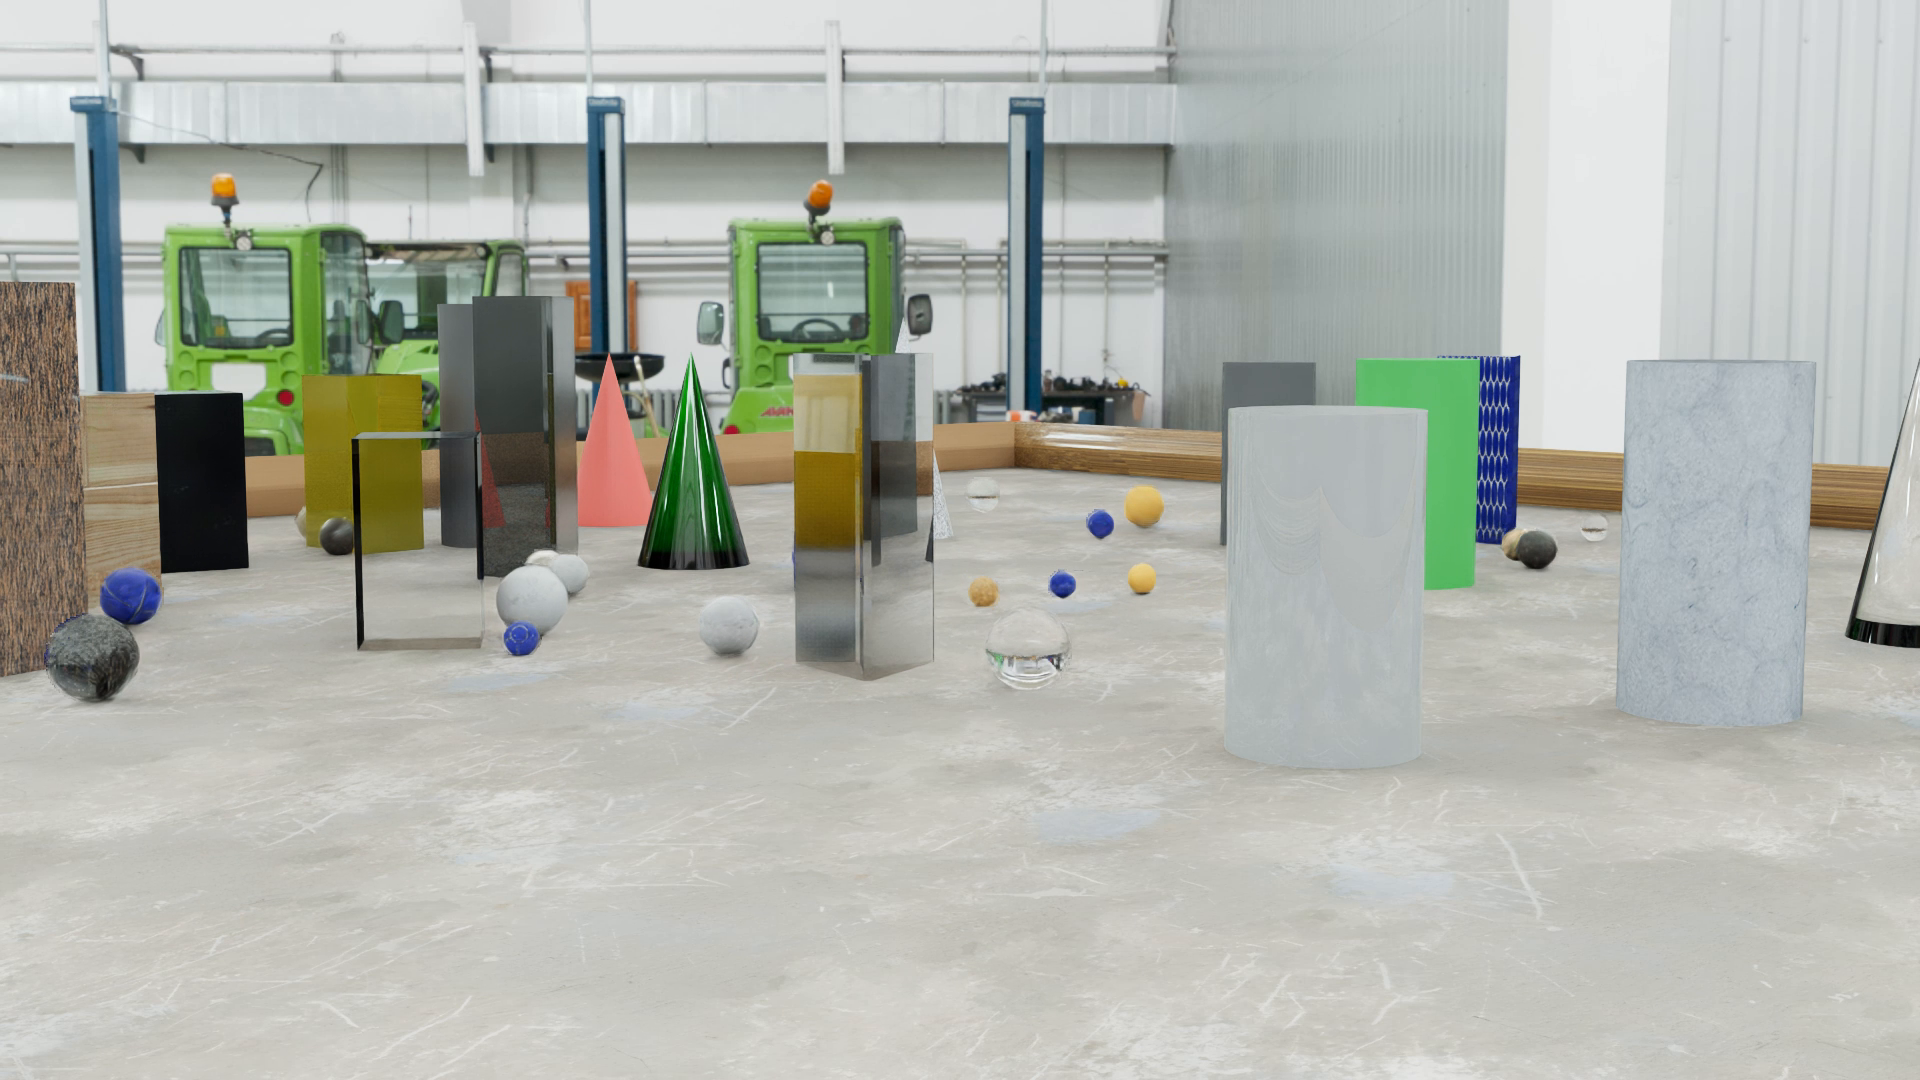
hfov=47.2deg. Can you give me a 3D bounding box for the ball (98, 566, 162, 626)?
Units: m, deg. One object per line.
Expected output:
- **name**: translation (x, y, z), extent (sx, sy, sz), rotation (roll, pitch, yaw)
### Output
- **ball**: translation (-1.176, 0.080, 3.117), extent (0.084, 0.084, 0.084), rotation (0, 6, 0)

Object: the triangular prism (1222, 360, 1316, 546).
- **triangular prism**: translation (0.592, -0.169, 4.230), extent (0.172, 0.348, 0.149), rotation (1, 6, 8)

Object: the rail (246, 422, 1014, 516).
- **rail**: translation (-1.400, -0.124, 4.841), extent (4.281, 0.129, 0.045), rotation (-5, 8, -42)

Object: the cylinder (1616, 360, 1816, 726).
- **cylinder**: translation (0.838, -0.004, 2.444), extent (0.198, 0.389, 0.198), rotation (0, 6, 0)

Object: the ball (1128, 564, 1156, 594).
- **ball**: translation (0.288, 0.061, 3.476), extent (0.047, 0.047, 0.047), rotation (0, 6, 0)

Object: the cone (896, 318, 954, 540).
- **cone**: translation (-0.112, -0.224, 4.352), extent (0.198, 0.433, 0.198), rotation (0, 6, 0)

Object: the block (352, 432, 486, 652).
- **block**: translation (-0.726, -0.002, 2.960), extent (0.159, 0.279, 0.159), rotation (-1, 6, -10)

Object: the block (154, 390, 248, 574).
- **block**: translation (-1.344, -0.105, 3.823), extent (0.159, 0.304, 0.159), rotation (-4, 7, -33)

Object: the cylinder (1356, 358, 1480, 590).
- **cylinder**: translation (0.745, -0.112, 3.600), extent (0.198, 0.366, 0.198), rotation (0, 6, 0)

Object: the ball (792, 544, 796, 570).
- **ball**: translation (-0.226, 0.027, 3.573), extent (0.094, 0.094, 0.094), rotation (0, 6, 0)

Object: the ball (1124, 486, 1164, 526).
- **ball**: translation (0.380, -0.070, 4.548), extent (0.084, 0.084, 0.084), rotation (0, 6, 0)

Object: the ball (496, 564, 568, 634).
- **ball**: translation (-0.588, 0.083, 3.019), extent (0.097, 0.097, 0.097), rotation (0, 6, 0)

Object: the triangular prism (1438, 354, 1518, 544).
- **triangular prism**: translation (1.042, -0.180, 4.286), extent (0.149, 0.358, 0.172), rotation (-5, 8, -42)

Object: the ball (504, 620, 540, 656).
- **ball**: translation (-0.568, 0.127, 2.850), extent (0.046, 0.046, 0.046), rotation (0, 6, 0)

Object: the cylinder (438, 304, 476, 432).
- **cylinder**: translation (-0.906, -0.228, 4.264), extent (0.198, 0.457, 0.198), rotation (0, 6, 0)

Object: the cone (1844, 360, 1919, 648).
- **cone**: translation (1.312, -0.104, 2.971), extent (0.198, 0.479, 0.198), rotation (0, 6, 0)

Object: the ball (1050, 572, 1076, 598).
- **ball**: translation (0.160, 0.069, 3.420), extent (0.041, 0.041, 0.041), rotation (0, 6, 0)

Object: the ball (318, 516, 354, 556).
- **ball**: translation (-1.132, -0.007, 4.010), extent (0.071, 0.071, 0.071), rotation (0, 6, 0)

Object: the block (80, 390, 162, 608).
- **block**: translation (-1.348, -0.065, 3.370), extent (0.159, 0.319, 0.159), rotation (3, 7, 29)

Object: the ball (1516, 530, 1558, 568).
- **ball**: translation (0.998, 0.016, 3.805), extent (0.068, 0.068, 0.068), rotation (0, 6, 0)

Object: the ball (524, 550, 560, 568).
- **ball**: translation (-0.657, 0.050, 3.478), extent (0.069, 0.069, 0.069), rotation (0, 6, 0)

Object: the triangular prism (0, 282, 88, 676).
- **triangular prism**: translation (-1.172, -0.080, 2.741), extent (0.149, 0.480, 0.172), rotation (-4, 7, -33)

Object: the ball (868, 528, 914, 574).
- **ball**: translation (-0.116, 0.018, 3.738), extent (0.078, 0.078, 0.078), rotation (0, 6, 0)

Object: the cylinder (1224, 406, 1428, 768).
- **cylinder**: translation (0.369, 0.041, 2.225), extent (0.198, 0.345, 0.198), rotation (0, 6, 0)

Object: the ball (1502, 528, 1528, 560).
- **ball**: translation (0.997, 0.008, 3.929), extent (0.059, 0.059, 0.059), rotation (0, 6, 0)

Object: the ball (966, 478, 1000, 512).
- **ball**: translation (0.051, -0.100, 4.873), extent (0.076, 0.076, 0.076), rotation (0, 6, 0)

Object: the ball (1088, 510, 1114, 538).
- **ball**: translation (0.277, -0.031, 4.321), extent (0.053, 0.053, 0.053), rotation (0, 6, 0)

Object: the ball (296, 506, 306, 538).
- **ball**: translation (-1.235, -0.034, 4.229), extent (0.080, 0.080, 0.080), rotation (0, 6, 0)

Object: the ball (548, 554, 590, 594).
- **ball**: translation (-0.611, 0.054, 3.430), extent (0.064, 0.064, 0.064), rotation (0, 6, 0)

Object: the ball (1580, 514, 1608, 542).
- **ball**: translation (1.228, -0.023, 4.254), extent (0.053, 0.053, 0.053), rotation (0, 6, 0)

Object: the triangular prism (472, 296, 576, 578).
- **triangular prism**: translation (-0.701, -0.175, 3.709), extent (0.172, 0.468, 0.149), rotation (4, 7, 32)

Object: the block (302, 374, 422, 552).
- **block**: translation (-1.127, -0.150, 4.157), extent (0.159, 0.324, 0.159), rotation (6, 8, 43)

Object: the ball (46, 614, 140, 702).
- **ball**: translation (-0.991, 0.135, 2.514), extent (0.099, 0.099, 0.099), rotation (0, 6, 0)

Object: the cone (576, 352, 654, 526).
- **cone**: translation (-0.735, -0.215, 4.624), extent (0.198, 0.358, 0.198), rotation (0, 6, 0)

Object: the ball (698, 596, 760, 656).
- **ball**: translation (-0.299, 0.111, 2.846), extent (0.078, 0.078, 0.078), rotation (0, 6, 0)

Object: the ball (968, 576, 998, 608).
- **ball**: translation (0.036, 0.078, 3.311), extent (0.046, 0.046, 0.046), rotation (0, 6, 0)

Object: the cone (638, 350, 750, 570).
- **cone**: translation (-0.470, -0.146, 3.864), extent (0.198, 0.377, 0.198), rotation (0, 6, 0)

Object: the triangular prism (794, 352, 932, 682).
- **triangular prism**: translation (-0.097, -0.036, 2.742), extent (0.149, 0.392, 0.172), rotation (-4, 7, -34)

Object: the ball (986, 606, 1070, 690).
- **ball**: translation (0.080, 0.127, 2.589), extent (0.098, 0.098, 0.098), rotation (0, 6, 0)

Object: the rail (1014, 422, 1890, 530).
- **rail**: translation (1.556, -0.115, 4.760), extent (0.045, 0.129, 4.177), rotation (-5, 8, -42)
